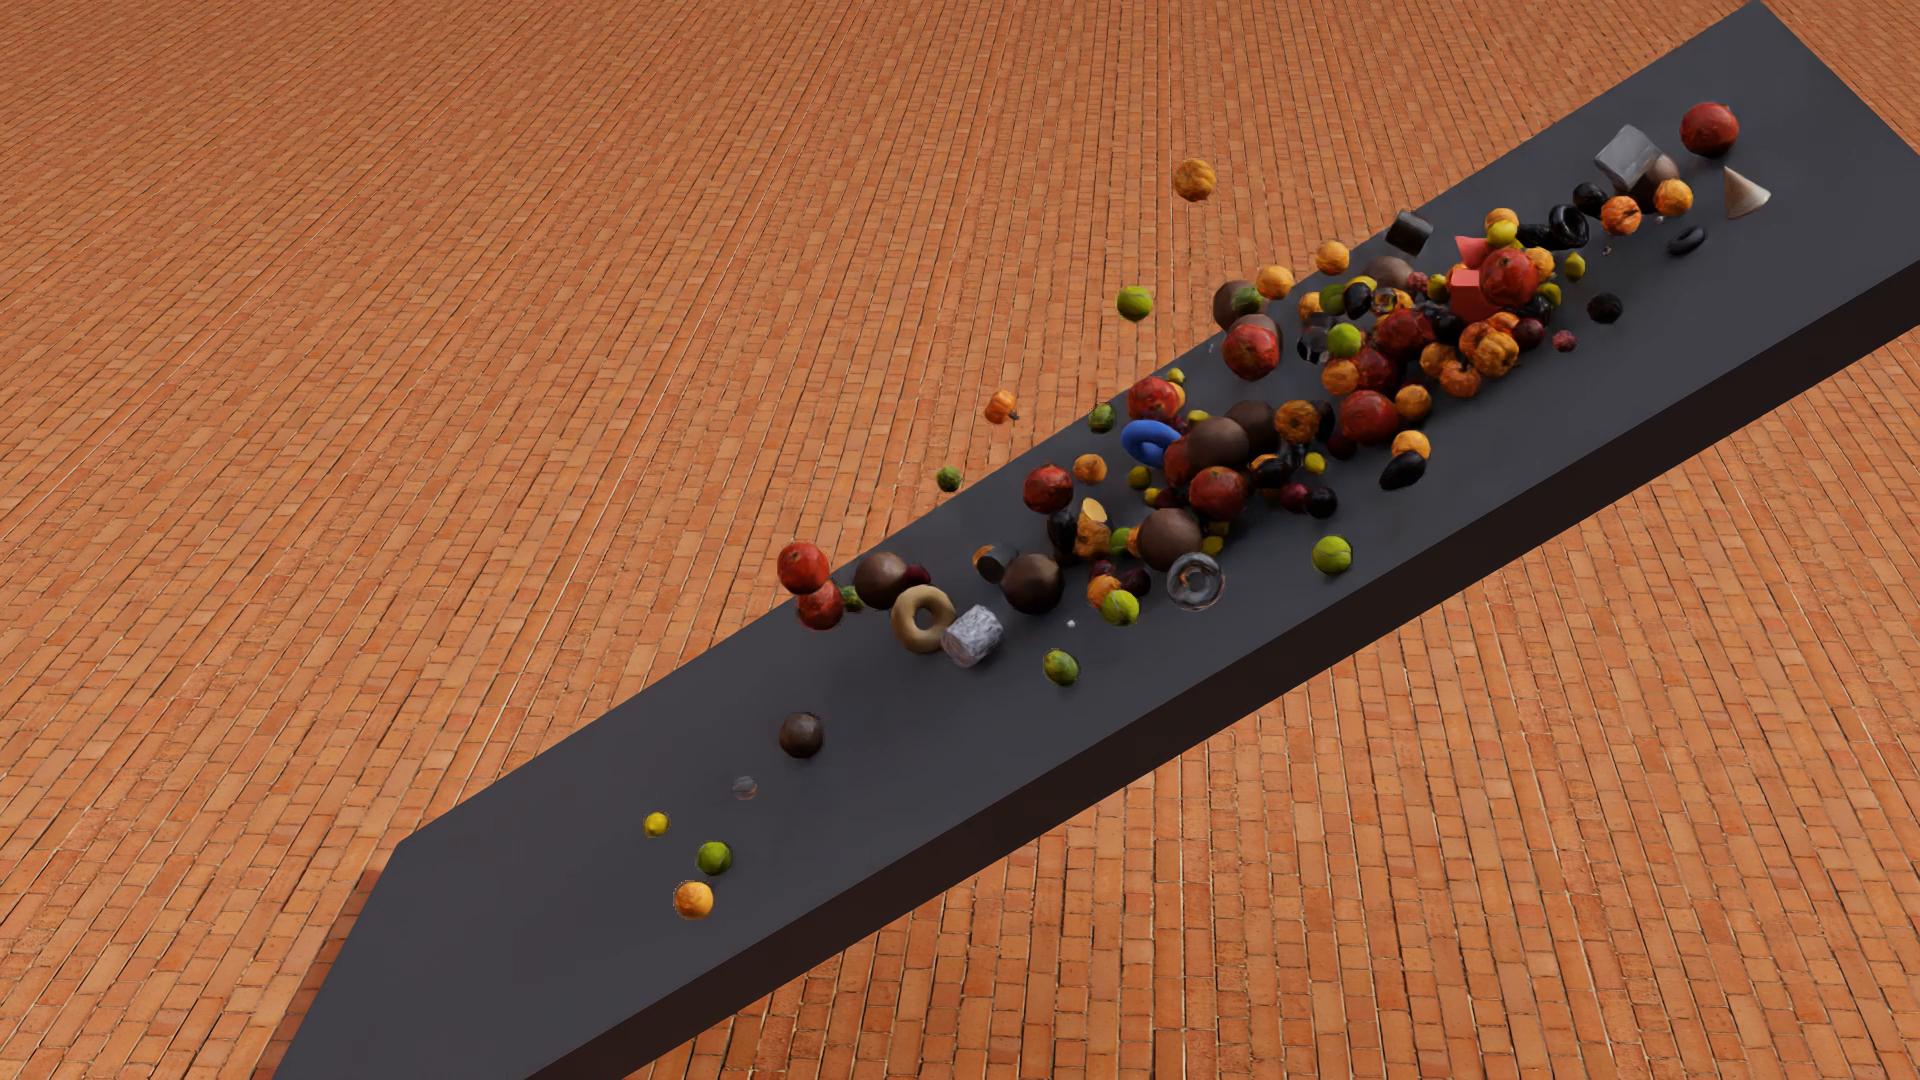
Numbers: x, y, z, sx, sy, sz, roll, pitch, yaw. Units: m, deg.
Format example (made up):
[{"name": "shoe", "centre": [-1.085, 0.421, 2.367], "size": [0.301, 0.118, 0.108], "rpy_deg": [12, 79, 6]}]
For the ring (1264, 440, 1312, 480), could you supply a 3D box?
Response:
[{"name": "ring", "centre": [0.658, -0.160, 5.916], "size": [0.108, 0.036, 0.108], "rpy_deg": [-34, 16, 11]}]

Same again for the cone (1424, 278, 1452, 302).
[{"name": "cone", "centre": [1.023, -0.522, 6.205], "size": [0.066, 0.066, 0.066], "rpy_deg": [2, 18, 38]}]

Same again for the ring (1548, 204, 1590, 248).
[{"name": "ring", "centre": [1.198, -0.617, 5.784], "size": [0.098, 0.098, 0.033], "rpy_deg": [-20, -11, -42]}]

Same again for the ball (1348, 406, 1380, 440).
[{"name": "ball", "centre": [0.794, -0.229, 5.776], "size": [0.065, 0.065, 0.065], "rpy_deg": [0, 21, 0]}]

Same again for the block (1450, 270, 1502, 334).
[{"name": "block", "centre": [1.027, -0.474, 5.846], "size": [0.098, 0.098, 0.098], "rpy_deg": [1, 23, 11]}]

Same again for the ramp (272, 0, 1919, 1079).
[{"name": "ramp", "centre": [0.137, 0.172, 6.301], "size": [4.000, 0.100, 2.000], "rpy_deg": [-32, 16, 14]}]

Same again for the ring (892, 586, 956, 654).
[{"name": "ring", "centre": [-0.078, 0.170, 6.299], "size": [0.149, 0.149, 0.050], "rpy_deg": [-10, -5, -24]}]

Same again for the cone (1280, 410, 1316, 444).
[{"name": "cone", "centre": [0.670, -0.216, 5.935], "size": [0.078, 0.078, 0.078], "rpy_deg": [9, 22, 23]}]

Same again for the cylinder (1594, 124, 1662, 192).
[{"name": "cylinder", "centre": [1.282, -0.734, 5.650], "size": [0.090, 0.090, 0.090], "rpy_deg": [42, 2, -2]}]

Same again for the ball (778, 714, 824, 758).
[{"name": "ball", "centre": [-0.335, 0.415, 6.219], "size": [0.096, 0.096, 0.096], "rpy_deg": [0, 21, 0]}]

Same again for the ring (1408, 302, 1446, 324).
[{"name": "ring", "centre": [0.972, -0.474, 6.123], "size": [0.083, 0.028, 0.083], "rpy_deg": [-11, 21, 4]}]

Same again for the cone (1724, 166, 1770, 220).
[{"name": "cone", "centre": [1.474, -0.673, 5.587], "size": [0.094, 0.094, 0.094], "rpy_deg": [-33, 15, 10]}]

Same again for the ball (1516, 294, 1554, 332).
[{"name": "ball", "centre": [1.115, -0.440, 5.703], "size": [0.070, 0.070, 0.070], "rpy_deg": [0, 21, 0]}]

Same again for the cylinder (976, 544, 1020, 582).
[{"name": "cylinder", "centre": [0.085, 0.049, 6.395], "size": [0.069, 0.069, 0.069], "rpy_deg": [15, 20, 35]}]

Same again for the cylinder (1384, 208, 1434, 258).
[{"name": "cylinder", "centre": [0.946, -0.647, 6.198], "size": [0.077, 0.077, 0.077], "rpy_deg": [29, 25, 3]}]

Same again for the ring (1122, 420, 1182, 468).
[{"name": "ring", "centre": [0.419, -0.208, 6.369], "size": [0.145, 0.145, 0.048], "rpy_deg": [10, 60, 24]}]

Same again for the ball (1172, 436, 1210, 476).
[{"name": "ball", "centre": [0.491, -0.178, 6.244], "size": [0.081, 0.081, 0.081], "rpy_deg": [0, 21, 0]}]

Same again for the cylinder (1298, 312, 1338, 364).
[{"name": "cylinder", "centre": [0.727, -0.410, 5.975], "size": [0.077, 0.077, 0.077], "rpy_deg": [4, 34, 11]}]

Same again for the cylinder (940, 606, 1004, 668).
[{"name": "cylinder", "centre": [0.025, 0.198, 6.017], "size": [0.094, 0.094, 0.094], "rpy_deg": [-38, 38, -27]}]

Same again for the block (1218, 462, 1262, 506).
[{"name": "block", "centre": [0.566, -0.114, 5.937], "size": [0.057, 0.057, 0.057], "rpy_deg": [-35, 15, 2]}]

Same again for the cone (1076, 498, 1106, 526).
[{"name": "cone", "centre": [0.266, -0.045, 6.224], "size": [0.063, 0.063, 0.063], "rpy_deg": [26, 42, -26]}]

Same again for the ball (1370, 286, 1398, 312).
[{"name": "ball", "centre": [0.875, -0.498, 6.079], "size": [0.056, 0.056, 0.056], "rpy_deg": [0, 21, 0]}]

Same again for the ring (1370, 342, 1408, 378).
[{"name": "ring", "centre": [0.871, -0.365, 5.967], "size": [0.029, 0.086, 0.086], "rpy_deg": [-45, 39, -18]}]

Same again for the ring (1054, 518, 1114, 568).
[{"name": "ring", "centre": [0.263, 0.003, 6.255], "size": [0.148, 0.049, 0.148], "rpy_deg": [-34, 14, 10]}]

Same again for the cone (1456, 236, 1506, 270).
[{"name": "cone", "centre": [1.064, -0.590, 5.954], "size": [0.091, 0.091, 0.091], "rpy_deg": [-22, 15, 17]}]

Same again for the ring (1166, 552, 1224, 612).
[{"name": "ring", "centre": [0.435, 0.077, 5.435], "size": [0.112, 0.112, 0.037], "rpy_deg": [-4, 7, -11]}]

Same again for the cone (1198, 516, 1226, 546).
[{"name": "cone", "centre": [0.486, -0.032, 5.817], "size": [0.061, 0.061, 0.061], "rpy_deg": [-27, 39, 24]}]

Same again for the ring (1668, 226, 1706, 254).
[{"name": "ring", "centre": [1.385, -0.572, 5.605], "size": [0.077, 0.026, 0.077], "rpy_deg": [-34, 14, 10]}]

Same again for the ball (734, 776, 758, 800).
[{"name": "ball", "centre": [-0.452, 0.526, 6.220], "size": [0.053, 0.053, 0.053], "rpy_deg": [0, 21, 0]}]
